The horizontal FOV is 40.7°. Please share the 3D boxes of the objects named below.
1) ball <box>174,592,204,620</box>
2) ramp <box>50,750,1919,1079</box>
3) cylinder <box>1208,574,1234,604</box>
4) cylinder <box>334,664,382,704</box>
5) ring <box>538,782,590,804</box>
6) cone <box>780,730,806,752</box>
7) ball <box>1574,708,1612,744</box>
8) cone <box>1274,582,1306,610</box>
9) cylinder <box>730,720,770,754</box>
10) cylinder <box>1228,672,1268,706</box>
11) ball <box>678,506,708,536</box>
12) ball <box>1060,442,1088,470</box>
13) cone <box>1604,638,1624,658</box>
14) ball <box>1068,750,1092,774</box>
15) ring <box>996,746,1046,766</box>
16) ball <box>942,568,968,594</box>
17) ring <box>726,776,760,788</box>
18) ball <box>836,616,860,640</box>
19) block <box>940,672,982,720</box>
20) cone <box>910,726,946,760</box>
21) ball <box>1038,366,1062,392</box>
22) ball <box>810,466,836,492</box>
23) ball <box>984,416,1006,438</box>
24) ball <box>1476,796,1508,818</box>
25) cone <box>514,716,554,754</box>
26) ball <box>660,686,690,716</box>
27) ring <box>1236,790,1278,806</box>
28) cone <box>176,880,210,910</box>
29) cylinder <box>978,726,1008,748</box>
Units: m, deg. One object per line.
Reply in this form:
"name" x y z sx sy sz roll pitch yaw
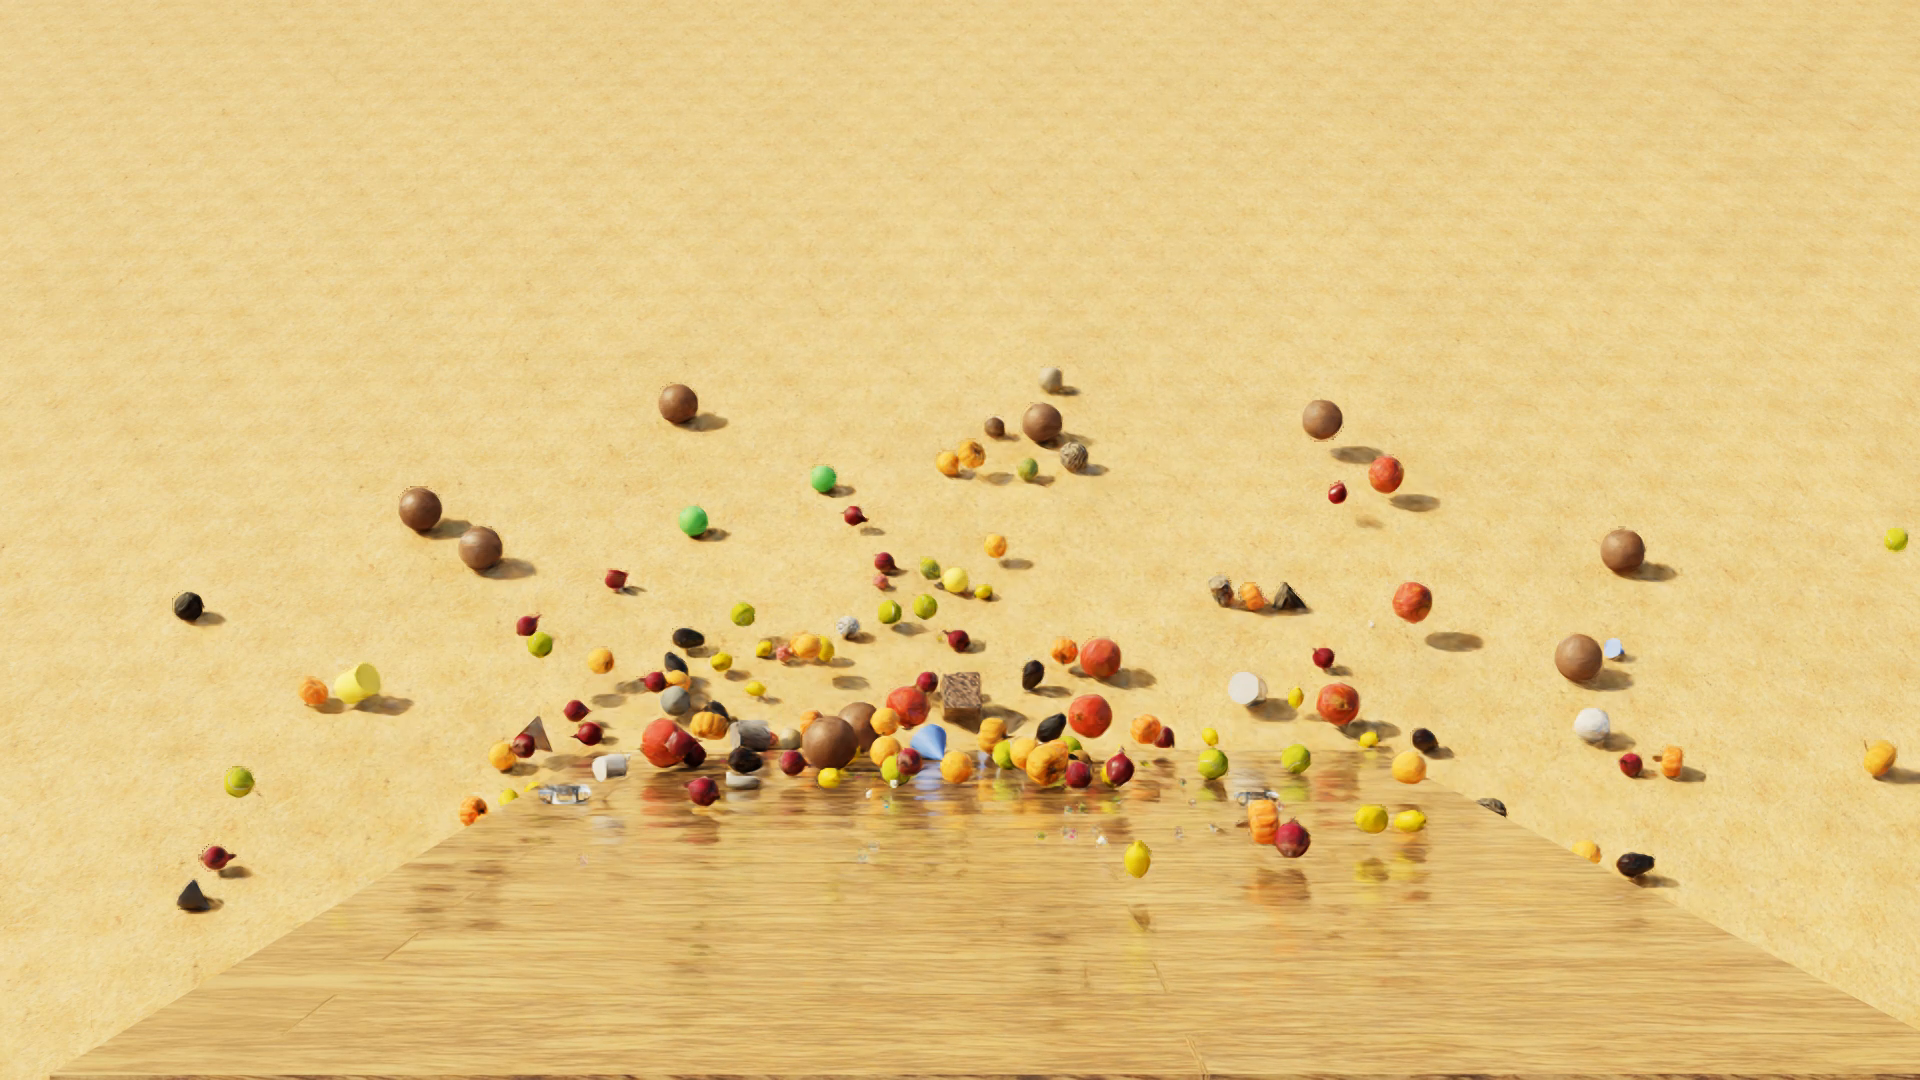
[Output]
"ball" -2.194 0.189 7.357 0.082 0.082 0.082 0 30 0
"ramp" 0.066 0.593 4.648 2.000 0.100 4.000 0 0 0
"cylinder" 0.749 0.141 7.425 0.059 0.059 0.059 -17 36 13
"cylinder" -1.620 0.388 6.964 0.087 0.087 0.087 -26 15 32
"ring" -0.820 0.525 5.364 0.109 0.036 0.109 -1 0 0
"cone" -0.435 0.525 6.590 0.067 0.067 0.067 8 11 14
"ball" 1.668 0.488 6.819 0.095 0.095 0.095 0 30 0
"cone" 0.957 0.177 7.417 0.086 0.086 0.086 22 27 -12
"cylinder" -0.531 0.496 6.544 0.081 0.081 0.081 -2 29 -22
"cylinder" 0.774 0.400 6.945 0.087 0.087 0.087 14 -3 24
"ball" -0.802 -0.057 7.782 0.089 0.089 0.089 0 30 0
"ball" 0.357 -0.264 8.142 0.091 0.091 0.091 0 30 0
"cone" 1.832 0.308 7.199 0.057 0.057 0.057 21 13 -39
"ball" 0.276 0.513 5.984 0.056 0.056 0.056 0 30 0
"ring" 0.147 0.521 6.223 0.121 0.040 0.121 -1 0 0
"ball" -0.013 0.117 7.489 0.075 0.075 0.075 0 30 0
"ring" -0.474 0.529 5.653 0.077 0.026 0.077 3 -2 0
"ball" -0.314 0.246 7.274 0.065 0.065 0.065 0 30 0
"block" 0.003 0.416 6.899 0.098 0.098 0.098 -1 68 -5
"cone" -0.058 0.519 6.353 0.096 0.096 0.096 -15 28 -24
"ball" 0.300 -0.537 8.626 0.086 0.086 0.086 0 30 0
"ball" -0.425 -0.190 8.022 0.082 0.082 0.082 0 30 0
"ball" 0.111 -0.363 8.338 0.070 0.070 0.070 0 30 0
"ball" 1.305 0.678 6.381 0.089 0.089 0.089 0 30 0
"cone" -1.089 0.521 6.708 0.095 0.095 0.095 43 38 -1
"ball" -0.759 0.430 6.904 0.080 0.080 0.080 0 30 0
"ring" 0.608 0.527 5.300 0.088 0.029 0.088 -3 -3 0
"cone" -1.828 0.869 6.212 0.075 0.075 0.075 33 36 3
"cylinder" 0.086 0.511 6.719 0.060 0.060 0.060 13 2 21
